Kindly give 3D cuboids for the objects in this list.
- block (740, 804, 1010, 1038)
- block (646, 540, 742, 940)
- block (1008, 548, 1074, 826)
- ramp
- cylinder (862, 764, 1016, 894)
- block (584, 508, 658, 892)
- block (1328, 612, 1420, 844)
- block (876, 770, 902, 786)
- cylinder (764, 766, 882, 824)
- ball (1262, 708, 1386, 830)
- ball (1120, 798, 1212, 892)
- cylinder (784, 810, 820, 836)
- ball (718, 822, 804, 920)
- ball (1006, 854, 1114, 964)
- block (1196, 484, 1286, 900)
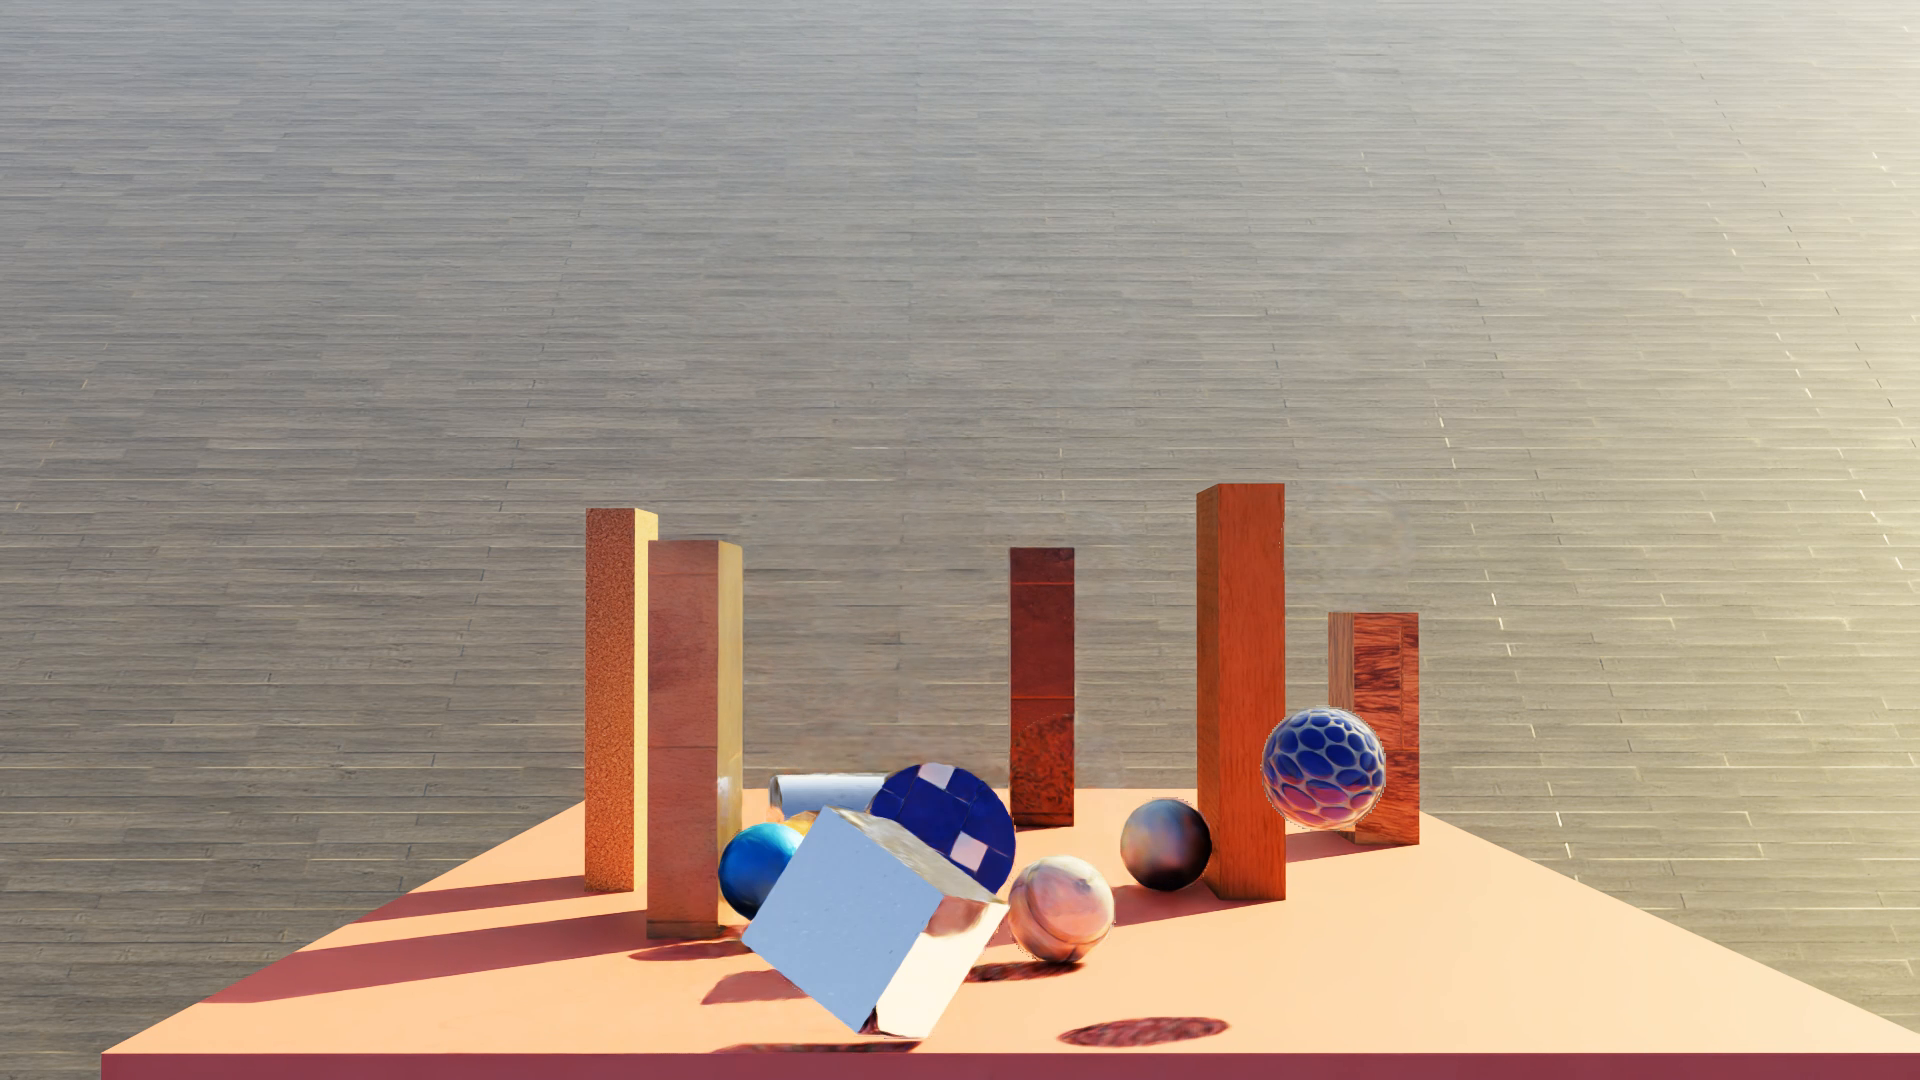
[{"bbox_3d":[-0.091,0.417,2.828,0.174,0.174,0.174,34,4,26],"label":"block"},{"bbox_3d":[-0.401,0.293,3.966,0.102,0.576,0.424,0,-1,0],"label":"block"},{"bbox_3d":[0.180,0.324,5.813,0.139,0.607,0.303,0,-1,0],"label":"block"},{"bbox_3d":[0.075,0.652,4.792,2.000,0.100,4.000,0,-1,0],"label":"ramp"},{"bbox_3d":[-0.056,0.432,3.476,0.204,0.204,0.204,10,60,-17],"label":"cylinder"},{"bbox_3d":[-0.590,0.273,4.538,0.083,0.646,0.326,0,-1,0],"label":"block"},{"bbox_3d":[0.859,0.384,5.408,0.130,0.467,0.366,0,-1,0],"label":"block"},{"bbox_3d":[-0.089,0.520,4.856,0.167,0.167,0.167,1,-2,-25],"label":"block"},{"bbox_3d":[-0.231,0.501,4.535,0.186,0.186,0.186,-9,35,-13],"label":"cylinder"},{"bbox_3d":[0.453,0.284,3.232,0.151,0.151,0.151,0,34,0],"label":"ball"},{"bbox_3d":[0.346,0.514,4.375,0.155,0.155,0.155,0,34,0],"label":"ball"},{"bbox_3d":[-0.187,0.493,3.938,0.158,0.158,0.158,-22,8,-29],"label":"cylinder"},{"bbox_3d":[-0.274,0.478,3.721,0.144,0.144,0.144,0,34,0],"label":"ball"},{"bbox_3d":[0.135,0.497,3.496,0.146,0.146,0.146,0,34,0],"label":"ball"},{"bbox_3d":[0.478,0.253,4.443,0.108,0.681,0.394,0,-1,0],"label":"block"}]
